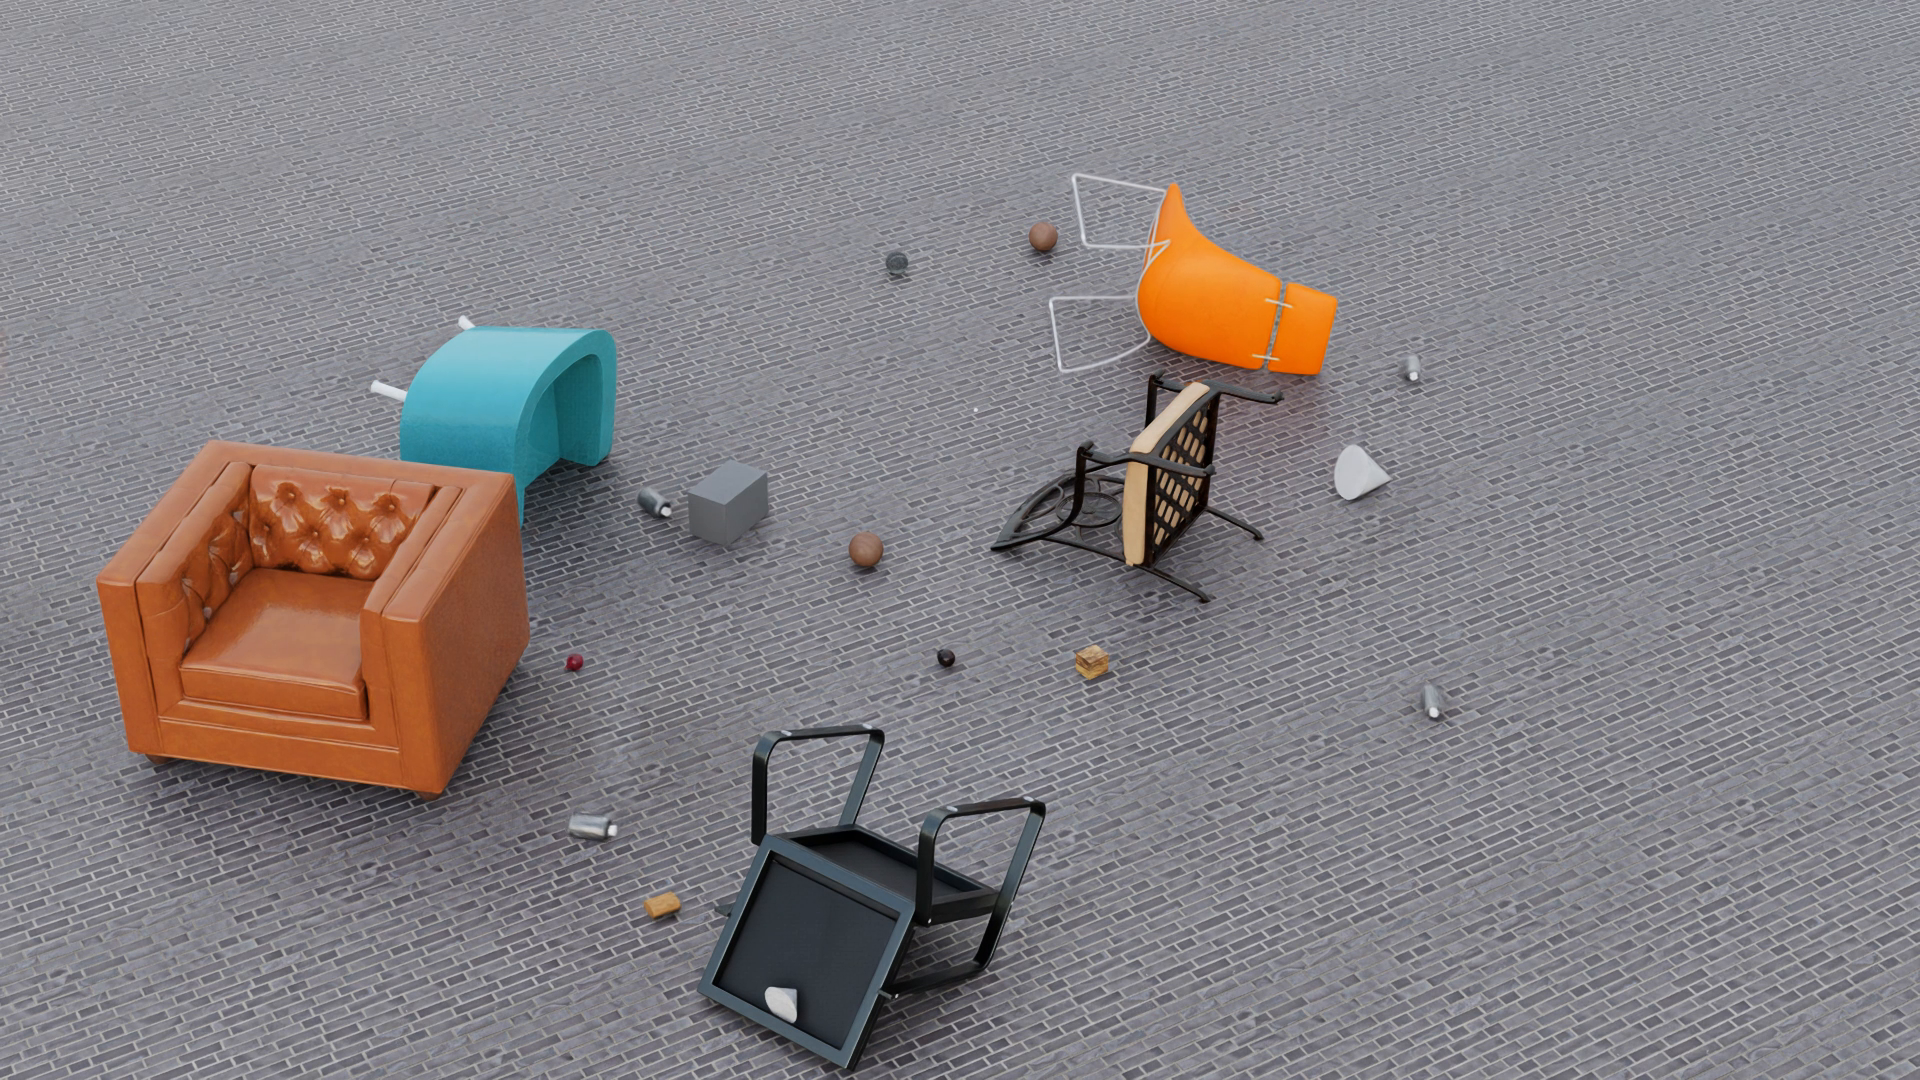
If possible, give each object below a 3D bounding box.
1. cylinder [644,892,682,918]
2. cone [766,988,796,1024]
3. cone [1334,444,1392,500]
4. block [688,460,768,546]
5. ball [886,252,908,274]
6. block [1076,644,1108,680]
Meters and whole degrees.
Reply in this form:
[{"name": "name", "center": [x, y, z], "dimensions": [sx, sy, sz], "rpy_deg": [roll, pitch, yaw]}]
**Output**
[{"name": "cylinder", "center": [-0.932, 1.142, 9.171], "dimensions": [0.093, 0.043, 0.082], "rpy_deg": [-18, 32, -25]}, {"name": "cone", "center": [-0.507, 1.354, 8.684], "dimensions": [0.119, 0.140, 0.076], "rpy_deg": [22, 46, 28]}, {"name": "cone", "center": [1.579, -0.246, 11.234], "dimensions": [0.223, 0.211, 0.180], "rpy_deg": [7, -5, -37]}, {"name": "block", "center": [-0.868, -0.140, 10.988], "dimensions": [0.170, 0.185, 0.271], "rpy_deg": [19, 38, 26]}, {"name": "ball", "center": [-0.274, -1.200, 12.676], "dimensions": [0.098, 0.098, 0.098], "rpy_deg": [0, 33, 0]}, {"name": "block", "center": [0.461, 0.426, 10.232], "dimensions": [0.085, 0.073, 0.076], "rpy_deg": [-22, 40, -30]}]
